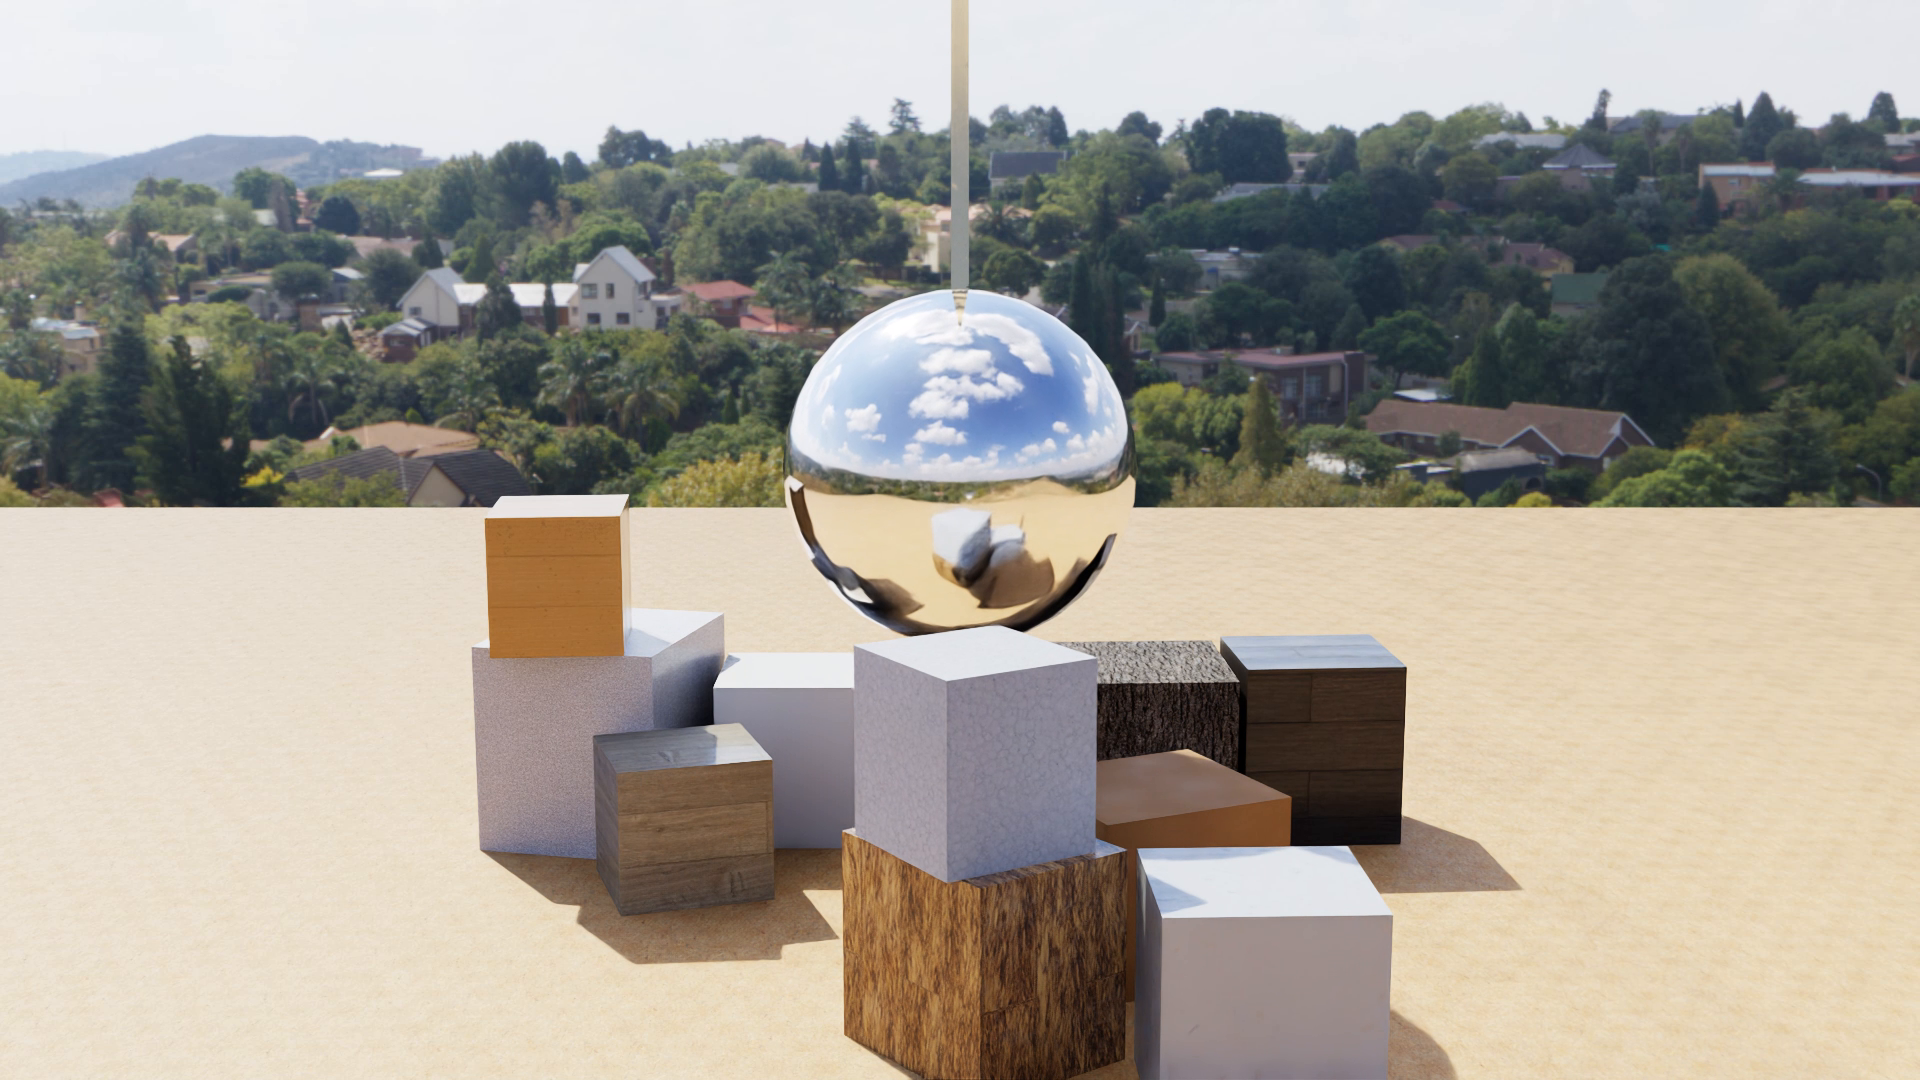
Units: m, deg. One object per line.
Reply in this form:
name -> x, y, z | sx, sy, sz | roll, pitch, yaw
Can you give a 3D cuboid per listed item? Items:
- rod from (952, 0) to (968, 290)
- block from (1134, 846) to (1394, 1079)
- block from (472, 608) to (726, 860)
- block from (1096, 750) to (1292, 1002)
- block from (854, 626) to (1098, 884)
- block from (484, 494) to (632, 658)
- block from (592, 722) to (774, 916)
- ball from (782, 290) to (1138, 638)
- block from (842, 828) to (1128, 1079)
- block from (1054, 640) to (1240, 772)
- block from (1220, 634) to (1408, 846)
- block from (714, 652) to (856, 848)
rod -> 0.000, -3.724, 9.976 | 0.080, 5.200, 0.080 | 0, -1, 0
block -> 1.091, 1.656, 8.088 | 0.806, 0.847, 0.760 | 0, 10, -2
block -> -1.827, 0.969, 11.317 | 0.945, 1.045, 1.042 | 2, 11, 13
block -> 0.817, 1.433, 9.515 | 0.889, 0.775, 0.828 | -5, 11, -25
block -> 0.053, 0.792, 8.370 | 0.664, 0.756, 0.671 | -6, 12, -32
block -> -1.972, 0.170, 10.874 | 0.639, 0.686, 0.654 | -1, 10, -5
block -> -1.318, 1.312, 10.445 | 0.721, 0.681, 0.682 | -3, 11, -18
ball -> 0.000, -0.325, 9.905 | 1.600, 1.600, 1.600 | 0, 10, 0
block -> 0.088, 1.573, 8.552 | 0.718, 0.845, 0.867 | -8, 13, -37
block -> 0.873, 1.051, 11.338 | 0.973, 0.875, 0.921 | 0, 10, -2
block -> 1.800, 1.023, 11.365 | 0.802, 0.921, 0.740 | -1, 10, -4
block -> -0.847, 1.073, 11.342 | 0.751, 0.831, 0.753 | 0, 10, 0
